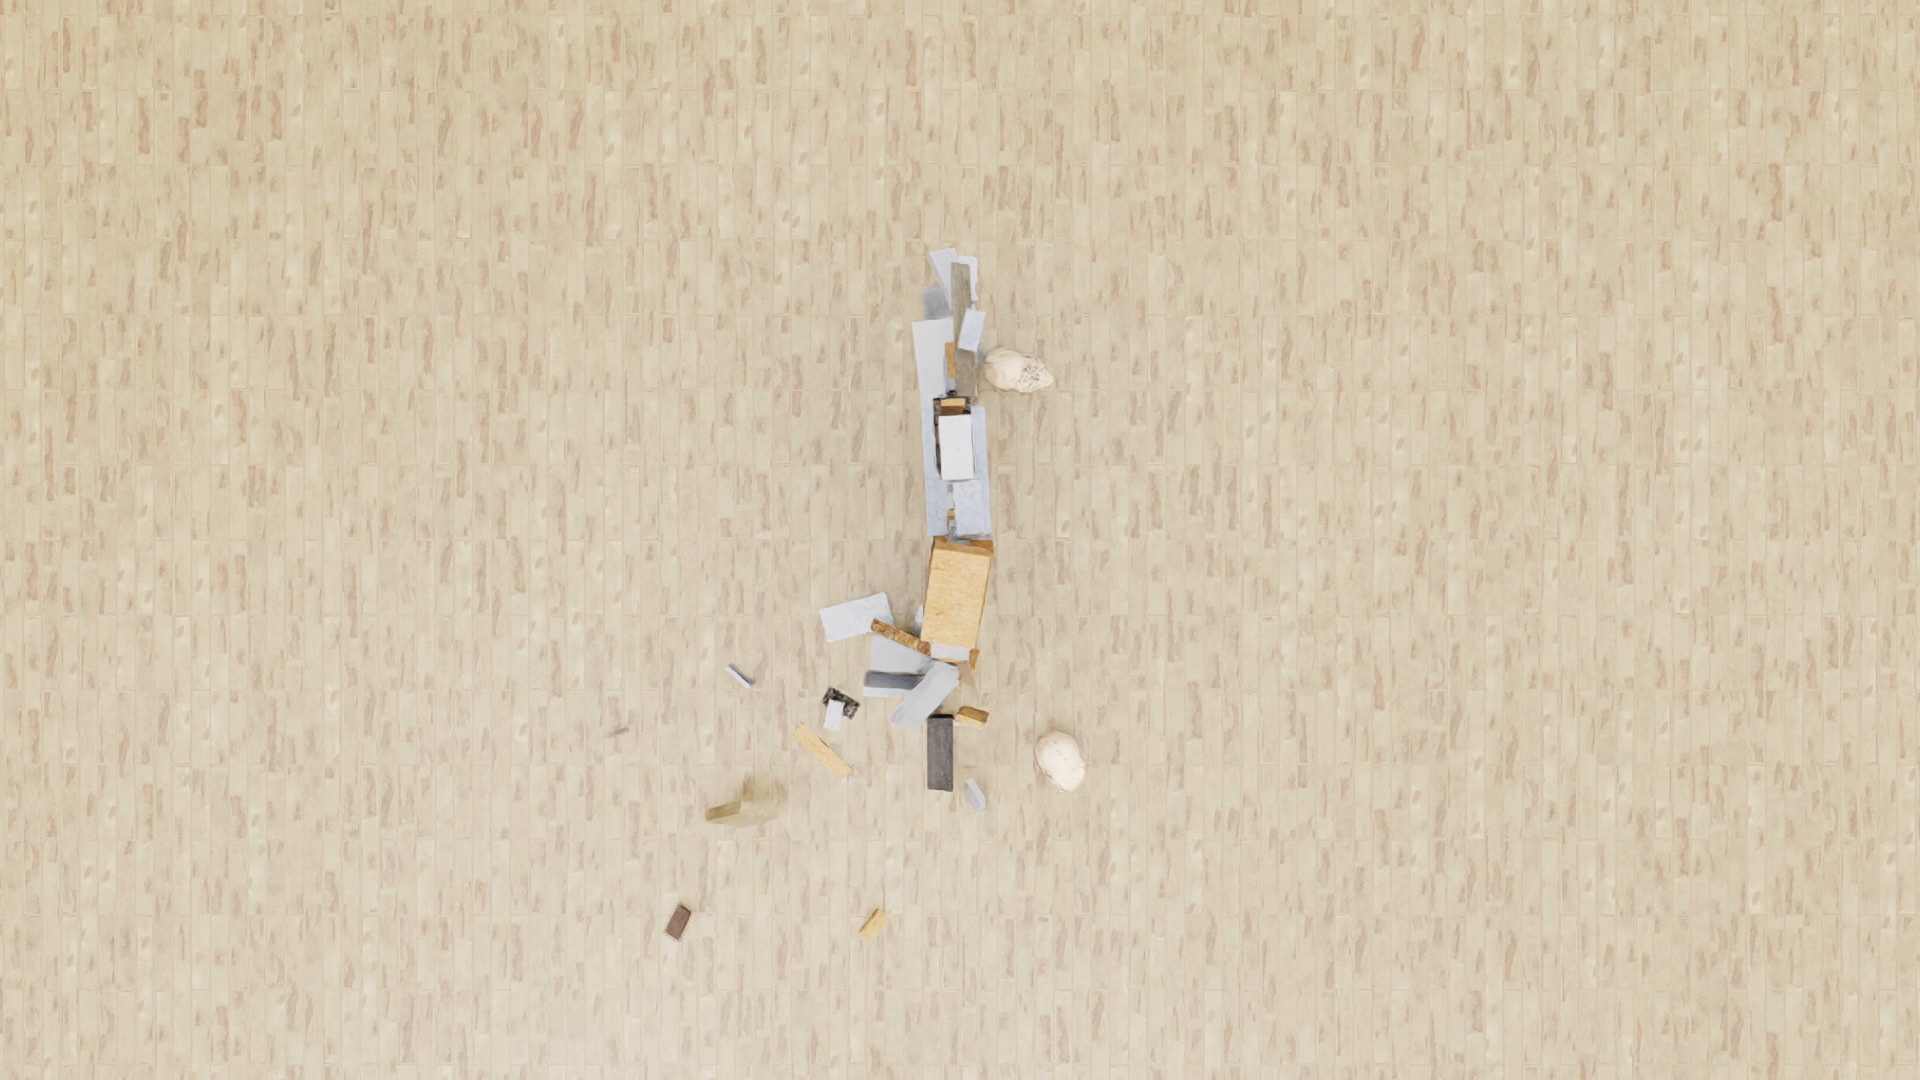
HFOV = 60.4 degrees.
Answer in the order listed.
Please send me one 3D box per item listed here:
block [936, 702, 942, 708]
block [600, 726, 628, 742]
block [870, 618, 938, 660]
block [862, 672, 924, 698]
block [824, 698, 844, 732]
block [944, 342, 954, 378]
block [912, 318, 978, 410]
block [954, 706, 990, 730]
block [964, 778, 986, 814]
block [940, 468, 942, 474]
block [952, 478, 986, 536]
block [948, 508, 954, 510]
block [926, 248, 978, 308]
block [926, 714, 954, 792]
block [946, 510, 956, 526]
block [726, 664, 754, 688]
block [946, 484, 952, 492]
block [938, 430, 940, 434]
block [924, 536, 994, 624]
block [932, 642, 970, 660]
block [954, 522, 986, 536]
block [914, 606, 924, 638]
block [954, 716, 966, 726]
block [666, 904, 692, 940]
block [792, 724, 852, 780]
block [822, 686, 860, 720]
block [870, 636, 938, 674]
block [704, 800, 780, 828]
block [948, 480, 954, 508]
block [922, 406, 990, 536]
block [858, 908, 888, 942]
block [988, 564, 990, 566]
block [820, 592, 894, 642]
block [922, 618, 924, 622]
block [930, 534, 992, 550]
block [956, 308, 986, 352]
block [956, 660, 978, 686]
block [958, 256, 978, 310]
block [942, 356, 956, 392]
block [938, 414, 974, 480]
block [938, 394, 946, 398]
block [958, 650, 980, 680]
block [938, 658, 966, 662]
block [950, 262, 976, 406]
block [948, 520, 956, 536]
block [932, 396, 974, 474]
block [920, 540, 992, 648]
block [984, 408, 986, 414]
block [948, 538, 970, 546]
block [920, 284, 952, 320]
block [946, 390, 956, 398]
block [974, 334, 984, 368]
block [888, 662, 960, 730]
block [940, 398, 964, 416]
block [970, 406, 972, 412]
[{"bbox_3d":[-0.118,0.524,5.476,0.120,0.017,0.060,4,125,0],"label":"block"},{"bbox_3d":[-1.137,0.639,5.429,0.053,0.105,0.015,-25,88,15],"label":"block"},{"bbox_3d":[-0.146,0.335,5.334,0.276,0.135,0.038,23,85,29],"label":"block"},{"bbox_3d":[-0.202,0.481,5.441,0.227,0.113,0.032,4,111,0],"label":"block"},{"bbox_3d":[-0.419,0.582,5.479,0.050,0.014,0.101,14,104,3],"label":"block"},{"bbox_3d":[-0.013,-0.554,5.067,0.059,0.017,0.118,-6,64,0],"label":"block"},{"bbox_3d":[-0.043,-0.511,5.125,0.174,0.049,0.347,-7,90,0],"label":"block"},{"bbox_3d":[0.036,0.536,4.998,0.083,0.167,0.024,17,96,6],"label":"block"},{"bbox_3d":[0.048,0.840,5.408,0.024,0.167,0.083,-30,71,-15],"label":"block"},{"bbox_3d":[-0.008,-0.175,4.213,0.080,0.159,0.023,-4,91,0],"label":"block"},{"bbox_3d":[0.021,-0.085,4.237,0.071,0.020,0.142,-8,108,-4],"label":"block"},{"bbox_3d":[-0.004,-0.096,4.460,0.053,0.106,0.015,-2,84,-1],"label":"block"},{"bbox_3d":[-0.025,-0.821,5.166,0.094,0.027,0.189,-17,76,-31],"label":"block"},{"bbox_3d":[-0.065,0.699,5.420,0.083,0.024,0.285,4,117,8],"label":"block"},{"bbox_3d":[-0.006,-0.061,4.451,0.060,0.121,0.017,-2,78,0],"label":"block"},{"bbox_3d":[-0.731,0.451,5.474,0.101,0.050,0.014,42,99,0],"label":"block"},{"bbox_3d":[0.008,-0.138,4.313,0.071,0.159,0.020,-4,92,-5],"label":"block"},{"bbox_3d":[-0.015,-0.282,4.217,0.080,0.159,0.023,-5,89,0],"label":"block"},{"bbox_3d":[-0.008,0.125,4.961,0.177,0.355,0.050,4,52,-4],"label":"block"},{"bbox_3d":[-0.023,0.269,4.752,0.112,0.223,0.032,4,53,0],"label":"block"},{"bbox_3d":[0.025,-0.029,4.339,0.071,0.142,0.020,-3,84,-6],"label":"block"},{"bbox_3d":[-0.055,0.288,5.277,0.177,0.355,0.050,19,79,2],"label":"block"},{"bbox_3d":[0.002,0.597,5.440,0.060,0.120,0.017,0,89,0],"label":"block"},{"bbox_3d":[-0.934,1.267,5.470,0.053,0.015,0.105,29,99,18],"label":"block"},{"bbox_3d":[-0.460,0.706,5.493,0.228,0.015,0.053,43,90,0],"label":"block"},{"bbox_3d":[-0.397,0.543,5.492,0.120,0.017,0.060,30,90,0],"label":"block"},{"bbox_3d":[-0.182,0.383,5.477,0.227,0.032,0.113,4,89,-3],"label":"block"},{"bbox_3d":[-0.701,0.881,5.289,0.135,0.271,0.038,16,68,-29],"label":"block"},{"bbox_3d":[-0.006,-0.138,4.401,0.053,0.015,0.106,-3,87,-1],"label":"block"},{"bbox_3d":[-0.011,-0.187,4.543,0.174,0.049,0.348,-3,87,0],"label":"block"},{"bbox_3d":[-0.284,1.261,5.399,0.050,0.014,0.101,46,76,-23],"label":"block"},{"bbox_3d":[0.003,0.039,4.328,0.142,0.284,0.040,8,93,-1],"label":"block"},{"bbox_3d":[-0.343,0.257,5.484,0.227,0.032,0.113,-15,90,0],"label":"block"},{"bbox_3d":[-0.022,0.215,4.444,0.142,0.299,0.040,5,92,2],"label":"block"},{"bbox_3d":[0.002,0.012,5.081,0.177,0.390,0.050,2,89,0],"label":"block"},{"bbox_3d":[0.033,-0.629,4.942,0.059,0.017,0.119,11,98,-21],"label":"block"},{"bbox_3d":[0.019,0.416,5.213,0.015,0.052,0.104,-40,128,-30],"label":"block"},{"bbox_3d":[0.005,-0.847,5.487,0.095,0.027,0.189,3,89,-1],"label":"block"},{"bbox_3d":[-0.020,-0.514,5.066,0.059,0.017,0.118,-6,64,0],"label":"block"},{"bbox_3d":[-0.010,-0.231,4.123,0.080,0.023,0.159,-4,87,0],"label":"block"},{"bbox_3d":[-0.023,-0.401,5.021,0.084,0.167,0.024,-7,120,1],"label":"block"},{"bbox_3d":[0.028,0.400,5.271,0.015,0.052,0.103,22,95,31],"label":"block"},{"bbox_3d":[-0.020,0.304,4.853,0.083,0.166,0.023,4,53,-2],"label":"block"},{"bbox_3d":[0.009,-0.634,5.032,0.059,0.017,0.525,4,59,-11],"label":"block"},{"bbox_3d":[0.001,-0.034,4.440,0.060,0.121,0.017,-6,77,-3],"label":"block"},{"bbox_3d":[-0.017,-0.275,4.310,0.098,0.028,0.196,-4,88,0],"label":"block"},{"bbox_3d":[-0.012,0.141,4.209,0.142,0.040,0.284,9,122,-1],"label":"block"},{"bbox_3d":[-0.004,-0.361,5.324,0.174,0.347,0.049,-3,81,0],"label":"block"},{"bbox_3d":[-0.011,0.098,4.631,0.060,0.293,0.017,4,50,0],"label":"block"},{"bbox_3d":[-0.067,-0.719,5.312,0.095,0.246,0.027,-14,49,-6],"label":"block"},{"bbox_3d":[-0.013,-0.447,5.047,0.059,0.118,0.017,-6,124,0],"label":"block"},{"bbox_3d":[-0.015,-0.602,5.325,0.174,0.347,0.049,-14,84,0],"label":"block"},{"bbox_3d":[-0.099,0.493,5.284,0.271,0.135,0.038,-49,61,13],"label":"block"},{"bbox_3d":[-0.020,-0.342,4.239,0.059,0.119,0.017,-2,83,-2],"label":"block"},{"bbox_3d":[-0.020,-0.341,4.427,0.098,0.196,0.028,-3,92,0],"label":"block"}]
